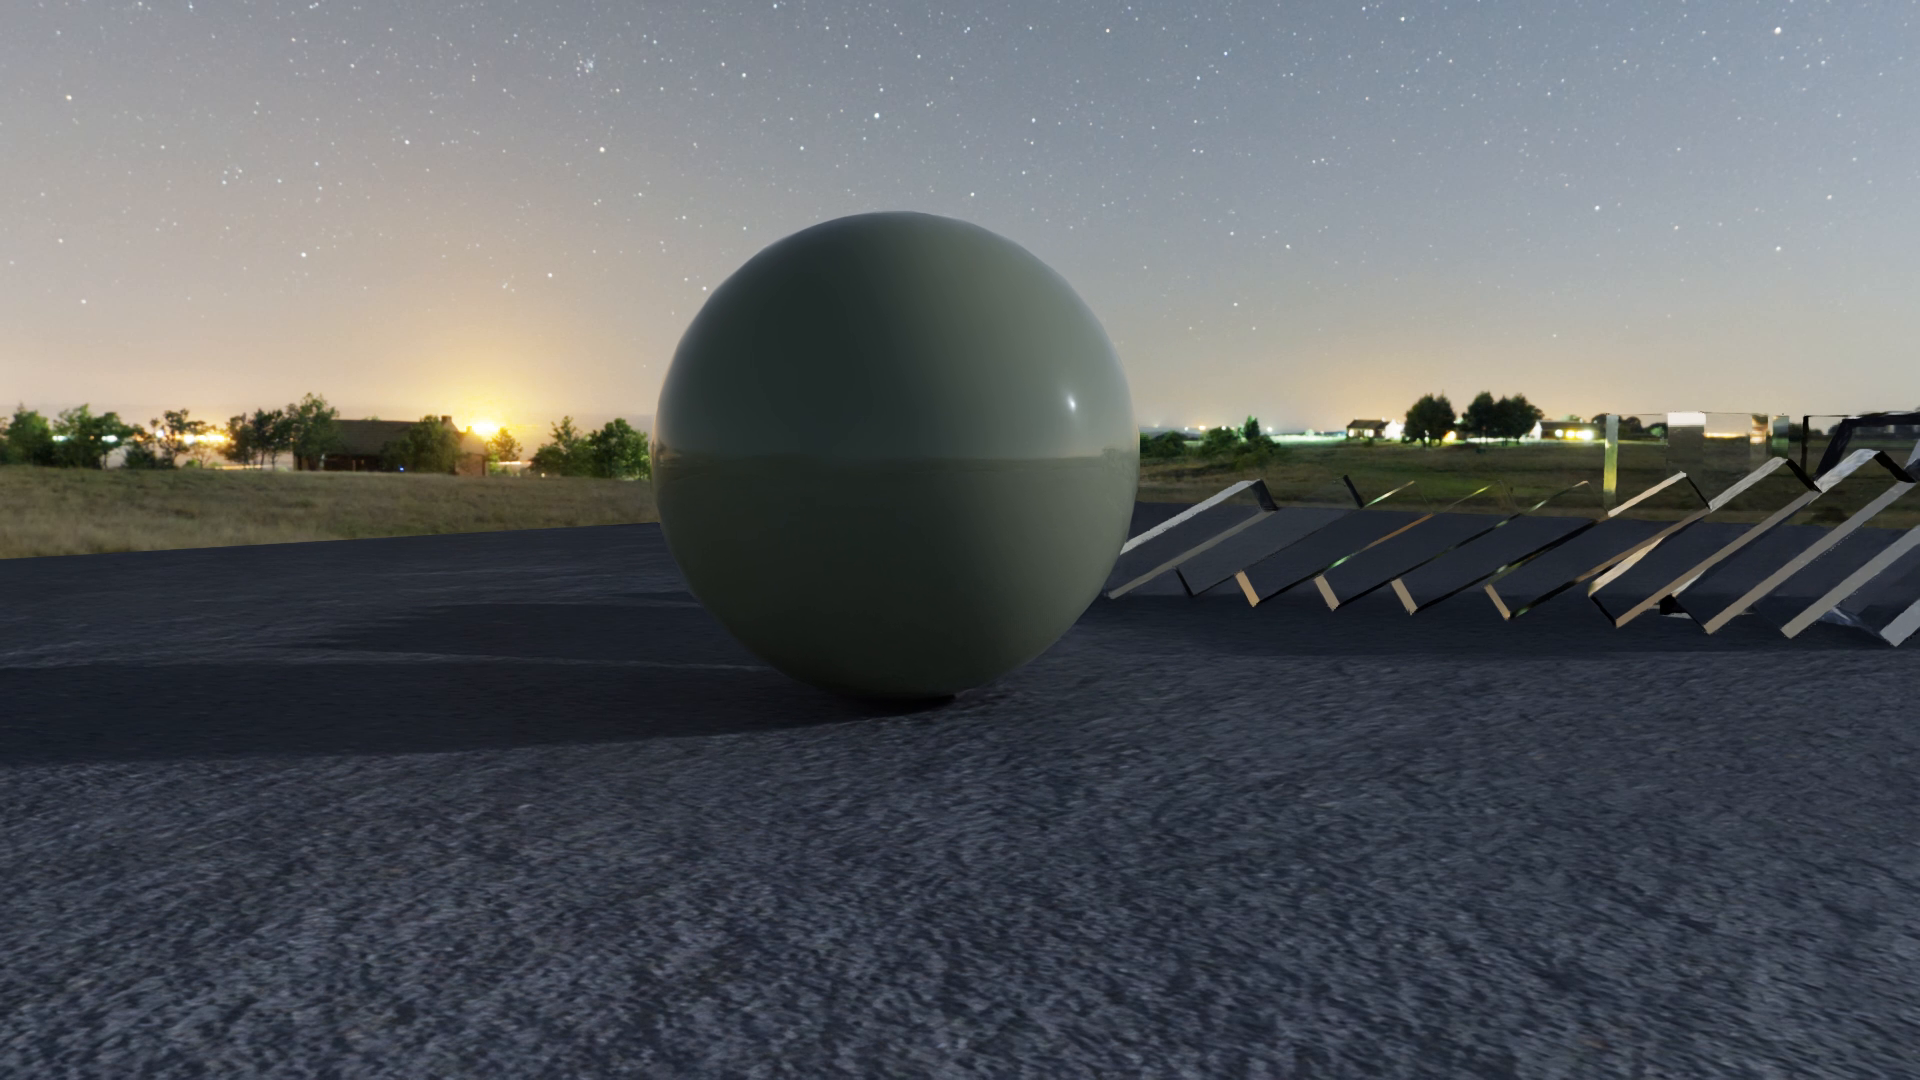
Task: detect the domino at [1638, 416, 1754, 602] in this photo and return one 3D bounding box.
[{"bbox_3d":[0.204,-0.009,0.357,0.009,0.050,0.025,-2,5,-28],"label":"domino"}]

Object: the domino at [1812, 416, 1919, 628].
[{"bbox_3d":[0.214,-0.005,0.308,0.010,0.050,0.025,27,1,-8],"label":"domino"}]

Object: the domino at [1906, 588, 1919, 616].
[{"bbox_3d":[0.233,-0.002,0.278,0.010,0.050,0.025,33,4,-3],"label":"domino"}]

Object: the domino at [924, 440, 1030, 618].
[{"bbox_3d":[0.005,-0.004,0.327,0.025,0.050,0.010,0,-38,4],"label":"domino"}]

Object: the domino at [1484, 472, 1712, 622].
[{"bbox_3d":[0.153,0.002,0.309,0.050,0.009,0.025,-35,-11,24],"label":"domino"}]

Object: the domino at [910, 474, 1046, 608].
[{"bbox_3d":[0.004,-0.001,0.348,0.025,0.010,0.050,-13,30,-7],"label":"domino"}]

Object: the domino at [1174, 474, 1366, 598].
[{"bbox_3d":[0.083,-0.001,0.345,0.050,0.010,0.025,-29,-6,11],"label":"domino"}]

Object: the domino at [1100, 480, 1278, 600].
[{"bbox_3d":[0.060,0.000,0.351,0.050,0.009,0.025,-28,1,0],"label":"domino"}]

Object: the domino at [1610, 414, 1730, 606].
[{"bbox_3d":[0.192,-0.009,0.348,0.010,0.050,0.025,-4,6,-44],"label":"domino"}]

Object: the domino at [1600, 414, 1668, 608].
[{"bbox_3d":[0.183,-0.008,0.335,0.025,0.050,0.009,1,4,10],"label":"domino"}]

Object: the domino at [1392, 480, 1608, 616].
[{"bbox_3d":[0.134,0.002,0.319,0.050,0.010,0.025,-32,-10,24],"label":"domino"}]

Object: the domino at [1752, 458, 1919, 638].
[{"bbox_3d":[0.199,0.000,0.283,0.050,0.010,0.025,-47,-15,21],"label":"domino"}]

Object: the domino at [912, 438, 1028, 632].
[{"bbox_3d":[0.003,-0.002,0.301,0.025,0.050,0.010,0,-37,4],"label":"domino"}]

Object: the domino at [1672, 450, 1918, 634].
[{"bbox_3d":[0.186,0.000,0.289,0.050,0.009,0.025,-45,-15,21],"label":"domino"}]

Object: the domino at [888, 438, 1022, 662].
[{"bbox_3d":[0.000,0.001,0.263,0.025,0.050,0.010,0,-37,4],"label":"domino"}]

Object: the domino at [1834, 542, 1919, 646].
[{"bbox_3d":[0.213,0.000,0.274,0.009,0.050,0.025,45,18,13],"label":"domino"}]

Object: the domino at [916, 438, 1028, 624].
[{"bbox_3d":[0.004,-0.003,0.314,0.025,0.050,0.009,0,-37,4],"label":"domino"}]

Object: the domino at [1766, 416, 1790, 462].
[{"bbox_3d":[0.222,-0.009,0.360,0.010,0.050,0.025,1,5,19],"label":"domino"}]

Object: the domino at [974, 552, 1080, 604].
[{"bbox_3d":[0.020,0.010,0.367,0.025,0.010,0.050,1,4,10],"label":"domino"}]

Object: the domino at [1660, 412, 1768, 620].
[{"bbox_3d":[0.188,-0.006,0.319,0.025,0.050,0.010,-2,5,-28],"label":"domino"}]

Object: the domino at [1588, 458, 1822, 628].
[{"bbox_3d":[0.171,0.001,0.298,0.050,0.010,0.025,-42,-14,22],"label":"domino"}]

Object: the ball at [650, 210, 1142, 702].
[{"bbox_3d":[-0.010,-0.013,0.213,0.080,0.080,0.080,0,4,0],"label":"ball"}]

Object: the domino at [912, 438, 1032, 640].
[{"bbox_3d":[0.003,-0.001,0.289,0.025,0.050,0.009,0,-37,3],"label":"domino"}]

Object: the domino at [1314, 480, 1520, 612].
[{"bbox_3d":[0.117,0.001,0.328,0.050,0.009,0.025,-31,-8,22],"label":"domino"}]

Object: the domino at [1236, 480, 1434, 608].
[{"bbox_3d":[0.099,0.001,0.337,0.050,0.009,0.025,-30,-6,19],"label":"domino"}]

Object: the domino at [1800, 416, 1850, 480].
[{"bbox_3d":[0.237,-0.009,0.351,0.010,0.050,0.025,3,5,38],"label":"domino"}]

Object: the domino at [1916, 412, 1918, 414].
[{"bbox_3d":[0.254,-0.007,0.321,0.025,0.050,0.009,1,-4,13],"label":"domino"}]

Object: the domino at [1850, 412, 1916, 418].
[{"bbox_3d":[0.249,-0.008,0.339,0.025,0.050,0.010,-2,-3,-30],"label":"domino"}]

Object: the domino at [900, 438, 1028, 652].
[{"bbox_3d":[0.002,0.000,0.276,0.025,0.050,0.009,0,-37,4],"label":"domino"}]

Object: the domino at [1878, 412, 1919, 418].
[{"bbox_3d":[0.226,-0.006,0.309,0.010,0.050,0.025,24,-2,-8],"label":"domino"}]
